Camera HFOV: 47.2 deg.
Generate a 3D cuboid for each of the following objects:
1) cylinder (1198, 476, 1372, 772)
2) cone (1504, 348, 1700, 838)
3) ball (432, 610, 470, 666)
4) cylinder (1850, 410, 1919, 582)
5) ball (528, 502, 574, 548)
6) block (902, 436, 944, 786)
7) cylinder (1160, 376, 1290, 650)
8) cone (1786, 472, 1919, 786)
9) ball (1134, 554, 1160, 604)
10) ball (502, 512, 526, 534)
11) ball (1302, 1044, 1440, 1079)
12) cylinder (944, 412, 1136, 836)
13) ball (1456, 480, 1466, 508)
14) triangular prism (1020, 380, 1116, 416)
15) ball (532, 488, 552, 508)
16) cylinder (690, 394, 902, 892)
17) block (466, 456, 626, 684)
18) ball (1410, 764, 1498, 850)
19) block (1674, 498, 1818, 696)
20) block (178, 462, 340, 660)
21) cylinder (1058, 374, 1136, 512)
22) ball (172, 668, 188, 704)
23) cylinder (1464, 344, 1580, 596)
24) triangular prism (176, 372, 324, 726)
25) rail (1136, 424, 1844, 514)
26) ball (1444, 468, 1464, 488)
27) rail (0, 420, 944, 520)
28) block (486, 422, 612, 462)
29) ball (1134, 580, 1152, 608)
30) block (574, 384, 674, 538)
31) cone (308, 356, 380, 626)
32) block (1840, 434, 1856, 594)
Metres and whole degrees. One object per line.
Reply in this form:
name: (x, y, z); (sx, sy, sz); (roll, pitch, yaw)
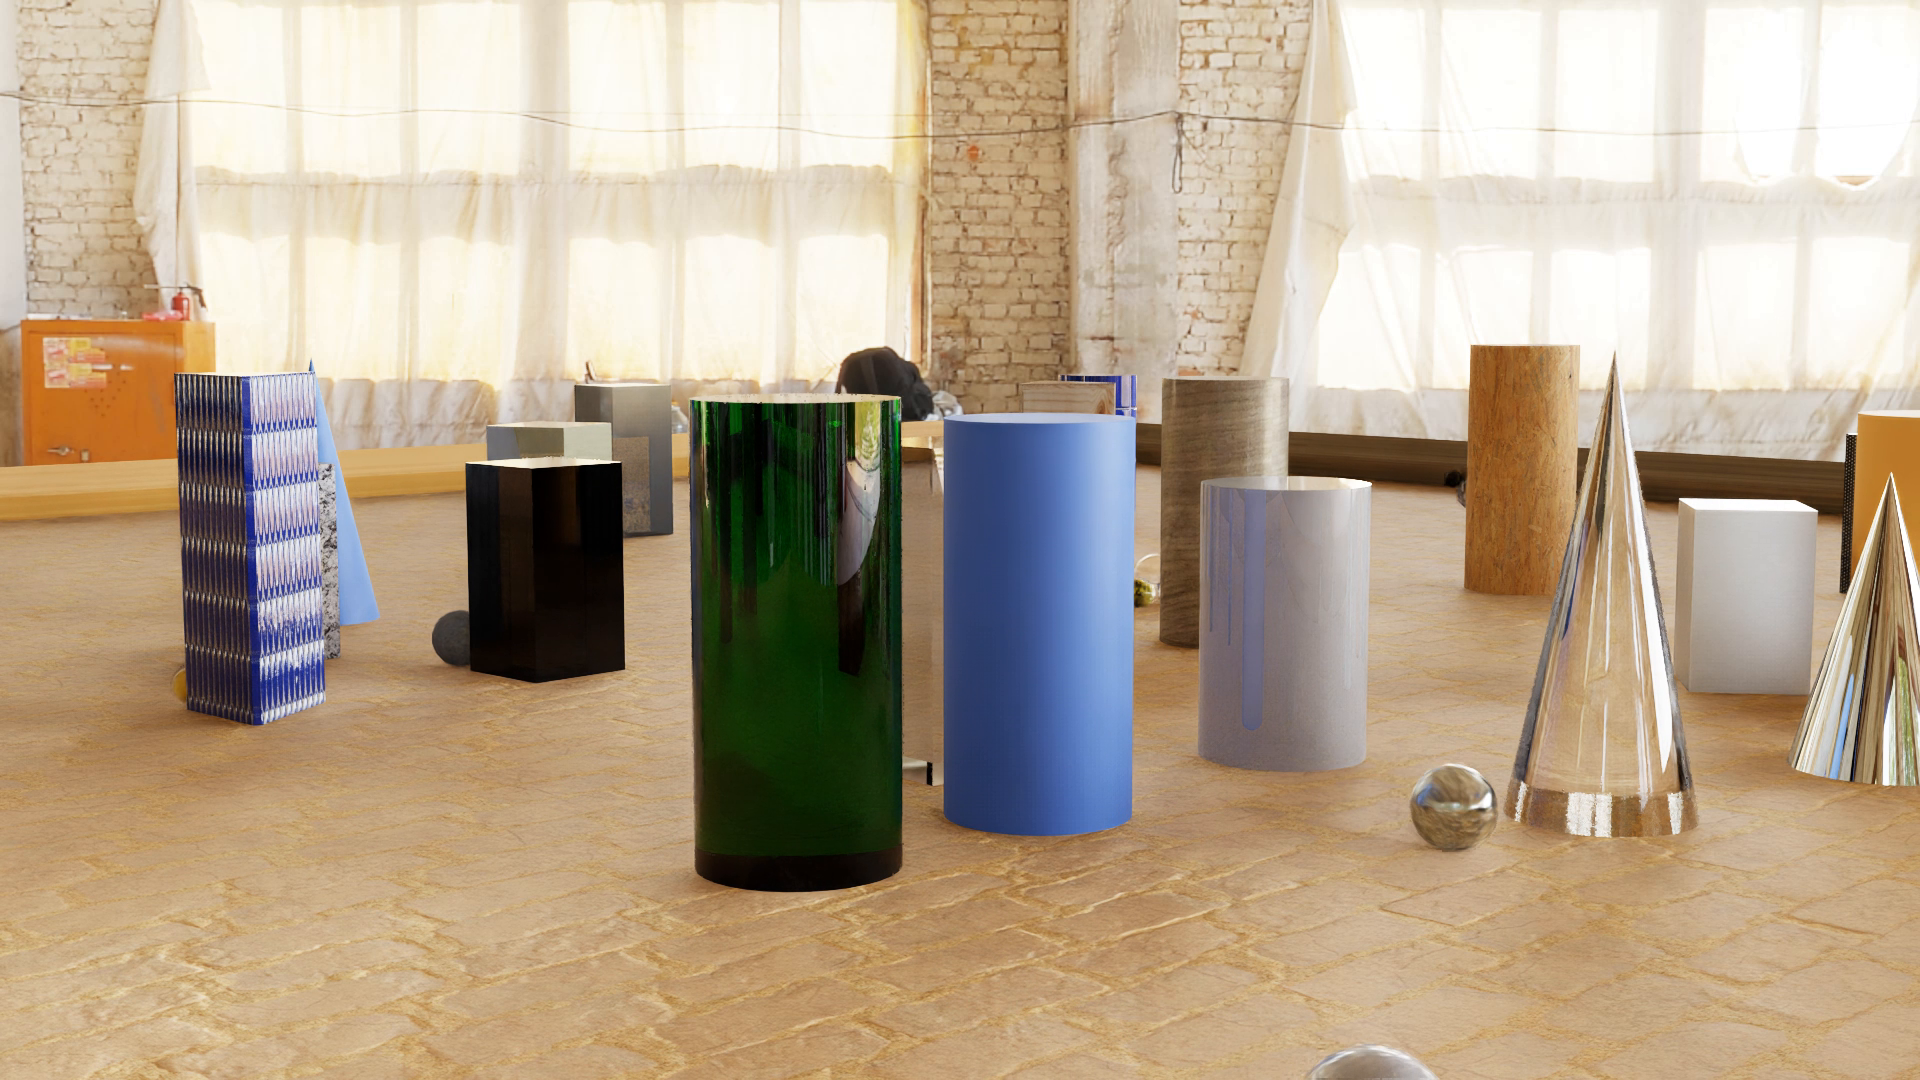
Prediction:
cylinder: (0.316, 0.078, 2.147); (0.164, 0.267, 0.164); (0, 6, 0)
cone: (0.556, 0.037, 1.886); (0.164, 0.405, 0.164); (0, 6, 0)
ball: (-0.607, 0.120, 2.676); (0.068, 0.068, 0.068); (0, 6, 0)
cylinder: (1.047, 0.026, 2.365); (0.164, 0.322, 0.164); (0, 6, 0)
ball: (-0.735, -0.027, 3.961); (0.081, 0.081, 0.081); (0, 6, 0)
block: (-0.019, 0.062, 2.095); (0.131, 0.310, 0.131); (-5, 8, -41)
cylinder: (0.343, -0.039, 2.861); (0.164, 0.343, 0.164); (0, 6, 0)
cone: (0.877, 0.076, 2.086); (0.164, 0.283, 0.164); (0, 6, 0)
ball: (0.290, 0.057, 3.227); (0.073, 0.073, 0.073); (0, 6, 0)
ball: (-0.847, -0.031, 4.170); (0.043, 0.043, 0.043); (0, 6, 0)
ball: (0.202, 0.288, 1.074); (0.082, 0.082, 0.082); (0, 6, 0)
cylinder: (0.068, 0.067, 1.894); (0.164, 0.344, 0.164); (0, 6, 0)
ball: (1.091, -0.098, 4.682); (0.065, 0.065, 0.065); (0, 6, 0)
triangular prism: (0.140, -0.069, 3.219); (0.142, 0.325, 0.123); (-2, 6, -14)
ball: (-0.896, -0.090, 4.707); (0.042, 0.042, 0.042); (0, 6, 0)
cylinder: (-0.127, 0.073, 1.719); (0.164, 0.369, 0.164); (0, 6, 0)
block: (-0.497, 0.032, 2.637); (0.131, 0.251, 0.131); (6, 8, 42)
ball: (0.400, 0.217, 1.782); (0.070, 0.070, 0.070); (0, 6, 0)
block: (0.906, 0.063, 2.545); (0.131, 0.209, 0.131); (1, 6, 10)
block: (-0.865, 0.028, 2.718); (0.131, 0.242, 0.131); (4, 8, 35)
cylinder: (0.289, -0.205, 4.636); (0.164, 0.287, 0.164); (0, 6, 0)
ball: (-0.846, 0.161, 2.422); (0.042, 0.042, 0.042); (0, 6, 0)
cylinder: (0.863, -0.112, 3.380); (0.164, 0.375, 0.164); (0, 6, 0)
triangular prism: (-0.748, 0.003, 2.379); (0.142, 0.366, 0.123); (6, 8, 42)
rail: (1.598, -0.133, 4.799); (0.045, 0.106, 4.242); (-6, 8, -42)
ball: (1.174, -0.147, 5.219); (0.044, 0.044, 0.044); (0, 6, 0)
rail: (-1.422, -0.140, 4.865); (4.395, 0.106, 0.045); (-6, 8, -42)
block: (-0.606, -0.041, 3.257); (0.131, 0.261, 0.131); (3, 7, 22)
ball: (0.257, 0.078, 3.184); (0.042, 0.042, 0.042); (0, 6, 0)
block: (-0.638, -0.153, 4.177); (0.131, 0.283, 0.131); (-6, 8, -41)
cone: (-0.897, -0.072, 3.058); (0.164, 0.366, 0.164); (0, 6, 0)
block: (1.426, -0.036, 3.303); (0.131, 0.242, 0.131); (-3, 7, -25)
